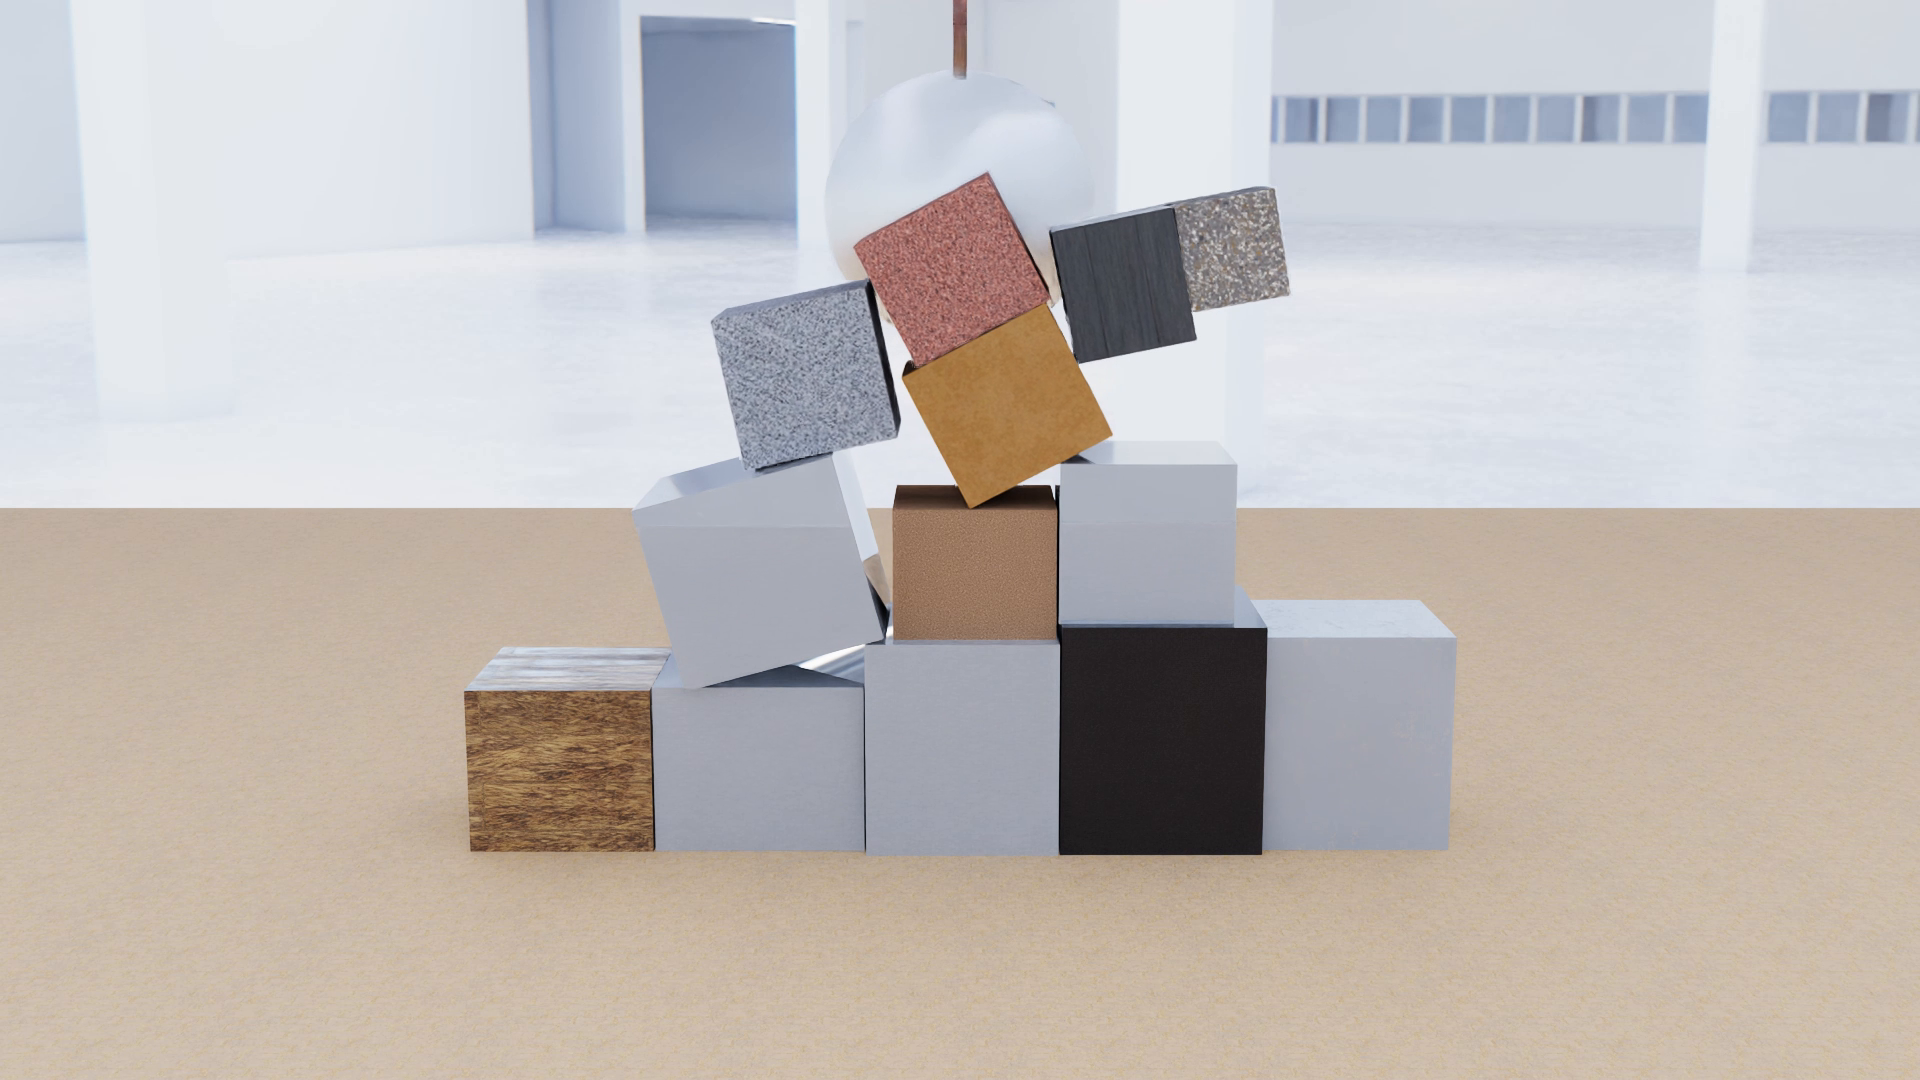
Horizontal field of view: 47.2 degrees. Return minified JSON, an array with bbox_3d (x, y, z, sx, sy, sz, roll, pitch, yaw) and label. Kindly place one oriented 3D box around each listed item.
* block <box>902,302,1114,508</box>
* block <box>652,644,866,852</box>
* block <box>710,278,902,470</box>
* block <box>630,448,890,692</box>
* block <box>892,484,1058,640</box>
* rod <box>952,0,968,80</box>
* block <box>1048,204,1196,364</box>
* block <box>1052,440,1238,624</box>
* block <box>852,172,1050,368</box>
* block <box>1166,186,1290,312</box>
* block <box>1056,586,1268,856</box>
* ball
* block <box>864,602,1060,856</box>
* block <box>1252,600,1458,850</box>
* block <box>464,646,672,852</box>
[{"bbox_3d":[0.233,-0.716,11.045,0.788,0.725,0.773,-27,9,5],"label":"block"},{"bbox_3d":[-0.999,1.059,11.386,1.045,0.843,0.927,0,10,0],"label":"block"},{"bbox_3d":[-0.753,-0.845,11.030,0.763,0.746,0.760,-12,10,2],"label":"block"},{"bbox_3d":[-0.979,0.077,11.187,1.008,0.929,1.061,-15,10,3],"label":"block"},{"bbox_3d":[0.072,0.101,11.187,0.806,0.650,0.794,0,10,0],"label":"block"},{"bbox_3d":[0.000,-4.879,11.207,0.080,5.200,0.080,0,31,0],"label":"rod"},{"bbox_3d":[0.801,-1.282,10.949,0.591,0.652,0.623,-11,10,3],"label":"block"},{"bbox_3d":[0.918,-0.053,11.163,0.862,0.793,0.845,0,10,0],"label":"block"},{"bbox_3d":[-0.030,-1.351,10.917,0.727,0.667,0.697,-27,9,6],"label":"block"},{"bbox_3d":[1.324,-1.449,10.914,0.491,0.520,0.520,-10,10,2],"label":"block"},{"bbox_3d":[1.001,0.905,11.350,1.004,1.159,1.040,0,10,0],"label":"block"},{"bbox_3d":[0.000,-1.950,12.934,1.600,1.600,1.600,0,10,0],"label":"ball"},{"bbox_3d":[0.011,0.949,11.342,0.955,1.074,1.022,0,10,0],"label":"block"},{"bbox_3d":[1.980,0.936,11.367,0.935,1.091,0.901,0,10,0],"label":"block"},{"bbox_3d":[-1.990,1.066,11.388,0.915,0.829,0.951,0,10,0],"label":"block"}]
